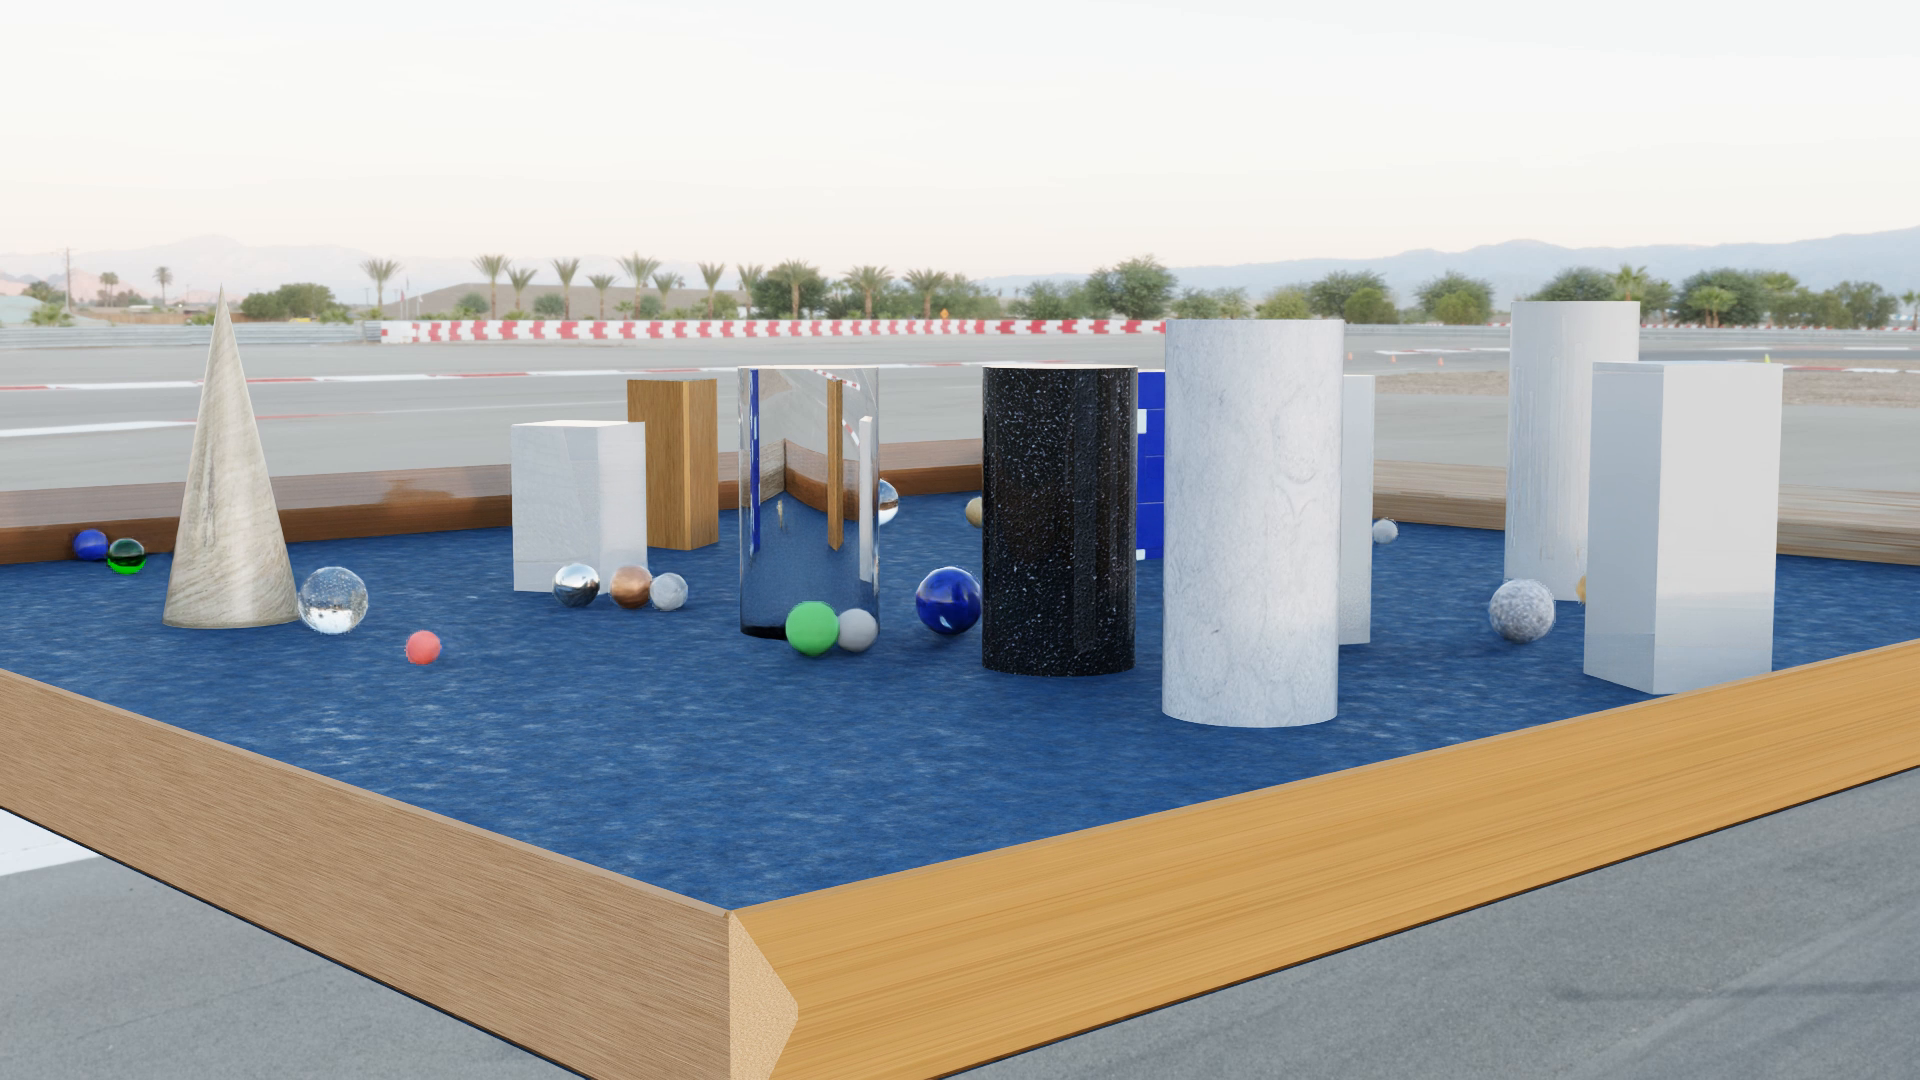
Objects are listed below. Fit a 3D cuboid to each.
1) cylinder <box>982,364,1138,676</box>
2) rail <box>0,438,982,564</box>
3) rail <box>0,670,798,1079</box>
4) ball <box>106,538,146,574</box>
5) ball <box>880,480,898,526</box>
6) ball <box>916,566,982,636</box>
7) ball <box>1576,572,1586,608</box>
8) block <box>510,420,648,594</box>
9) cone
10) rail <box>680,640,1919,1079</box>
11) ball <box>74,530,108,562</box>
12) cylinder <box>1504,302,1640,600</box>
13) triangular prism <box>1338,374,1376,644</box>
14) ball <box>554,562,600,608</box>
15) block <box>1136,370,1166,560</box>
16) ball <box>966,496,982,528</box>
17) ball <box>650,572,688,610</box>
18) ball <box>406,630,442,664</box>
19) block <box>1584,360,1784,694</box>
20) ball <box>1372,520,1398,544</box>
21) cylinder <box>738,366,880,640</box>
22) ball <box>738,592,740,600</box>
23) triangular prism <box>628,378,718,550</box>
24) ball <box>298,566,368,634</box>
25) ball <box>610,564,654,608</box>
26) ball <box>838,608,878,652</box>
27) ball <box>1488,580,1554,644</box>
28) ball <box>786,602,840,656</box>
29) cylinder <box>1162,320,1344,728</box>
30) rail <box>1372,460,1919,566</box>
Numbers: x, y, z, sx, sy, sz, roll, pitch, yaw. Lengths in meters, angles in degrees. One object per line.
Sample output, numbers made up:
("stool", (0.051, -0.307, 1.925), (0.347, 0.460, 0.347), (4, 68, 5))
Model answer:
("cylinder", (0.124, -0.030, 2.750), (0.194, 0.374, 0.194), (0, 6, 0))
("rail", (-1.013, -0.082, 4.424), (3.133, 0.126, 0.045), (-5, 8, -42))
("rail", (-1.134, 0.142, 2.291), (0.045, 0.126, 3.036), (-5, 8, -42))
("ball", (-1.402, 0.027, 3.700), (0.062, 0.062, 0.062), (0, 6, 0))
("ball", (-0.174, -0.078, 4.534), (0.097, 0.097, 0.097), (0, 6, 0))
("ball", (-0.014, 0.084, 3.008), (0.094, 0.094, 0.094), (0, 6, 0))
("ball", (0.943, 0.074, 3.245), (0.065, 0.065, 0.065), (0, 6, 0))
("block", (-0.609, -0.056, 3.528), (0.155, 0.263, 0.155), (2, 6, 20))
("cone", (-1.049, -0.127, 3.147), (0.194, 0.484, 0.194), (0, 6, 0))
("rail", (1.013, 0.147, 2.240), (3.133, 0.126, 0.045), (-5, 8, -42))
("ball", (-1.539, 0.009, 3.898), (0.057, 0.057, 0.057), (0, 6, 0))
("cylinder", (0.957, -0.144, 3.442), (0.194, 0.456, 0.194), (0, 6, 0))
("triangular prism", (0.444, -0.044, 2.964), (0.168, 0.357, 0.146), (-3, 7, -25))
("ball", (-0.574, 0.067, 3.291), (0.068, 0.068, 0.068), (0, 6, 0))
("block", (0.324, -0.140, 3.995), (0.155, 0.334, 0.155), (-4, 7, -30))
("ball", (0.044, -0.055, 4.477), (0.065, 0.065, 0.065), (0, 6, 0))
("ball", (-0.431, 0.077, 3.262), (0.056, 0.056, 0.056), (0, 6, 0))
("ball", (-0.675, 0.135, 2.767), (0.042, 0.042, 0.042), (0, 6, 0))
("block", (0.860, -0.020, 2.624), (0.155, 0.382, 0.155), (-2, 6, -14))
("ball", (0.805, -0.015, 4.173), (0.048, 0.048, 0.048), (0, 6, 0))
("cylinder", (-0.209, -0.056, 3.043), (0.194, 0.366, 0.194), (0, 6, 0))
("ball", (-0.297, 0.083, 3.216), (0.053, 0.053, 0.053), (0, 6, 0))
("triangular prism", (-0.517, -0.148, 4.168), (0.168, 0.313, 0.146), (5, 8, 42))
("ball", (-0.861, 0.083, 3.020), (0.093, 0.093, 0.093), (0, 6, 0))
("ball", (-0.490, 0.069, 3.281), (0.067, 0.067, 0.067), (0, 6, 0))
("ball", (-0.135, 0.118, 2.862), (0.057, 0.057, 0.057), (0, 6, 0))
("ball", (0.750, 0.096, 2.938), (0.085, 0.085, 0.085), (0, 6, 0))
("ball", (-0.189, 0.115, 2.829), (0.070, 0.070, 0.070), (0, 6, 0))
("cylinder", (0.322, -0.025, 2.424), (0.194, 0.433, 0.194), (0, 6, 0))
("rail", (1.134, -0.076, 4.373), (0.045, 0.126, 3.036), (-5, 8, -42))
